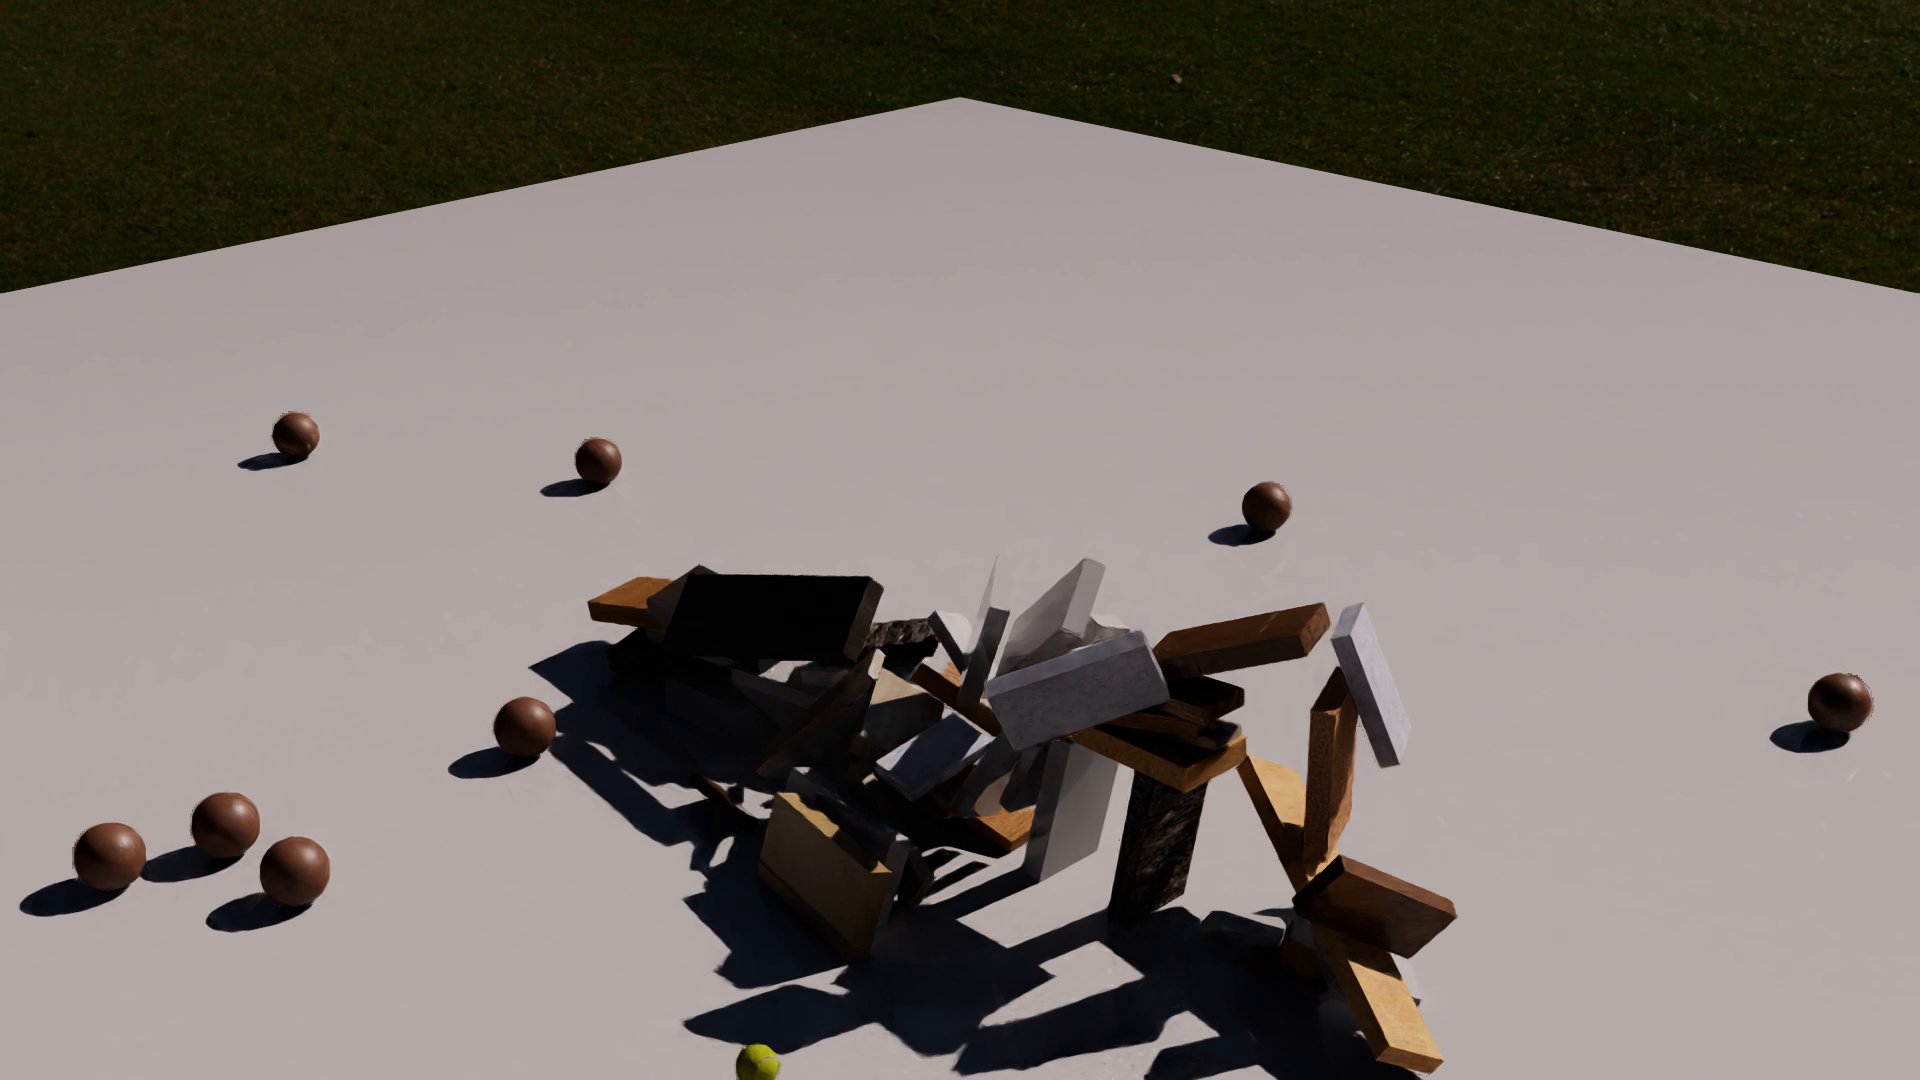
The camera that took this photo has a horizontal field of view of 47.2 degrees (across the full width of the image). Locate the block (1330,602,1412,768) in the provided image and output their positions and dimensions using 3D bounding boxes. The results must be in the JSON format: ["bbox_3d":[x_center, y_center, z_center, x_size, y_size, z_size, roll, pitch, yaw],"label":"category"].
[{"bbox_3d":[0.715,0.252,3.816,0.036,0.256,0.128,-15,18,27],"label":"block"}]

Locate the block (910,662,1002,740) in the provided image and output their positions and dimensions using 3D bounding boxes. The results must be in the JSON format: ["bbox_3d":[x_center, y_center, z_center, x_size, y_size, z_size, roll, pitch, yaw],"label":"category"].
[{"bbox_3d":[0.042,0.359,4.467,0.302,0.043,0.151,31,-7,45],"label":"block"}]

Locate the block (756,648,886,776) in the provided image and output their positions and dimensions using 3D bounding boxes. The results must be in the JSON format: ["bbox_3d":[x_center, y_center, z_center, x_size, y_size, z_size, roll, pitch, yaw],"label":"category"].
[{"bbox_3d":[-0.283,0.350,4.425,0.023,0.389,0.081,38,36,-15],"label":"block"}]

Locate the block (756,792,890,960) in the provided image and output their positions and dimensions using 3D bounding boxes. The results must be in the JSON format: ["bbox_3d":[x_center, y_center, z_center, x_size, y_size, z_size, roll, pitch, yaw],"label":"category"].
[{"bbox_3d":[-0.257,0.617,4.078,0.049,0.172,0.344,5,16,-36],"label":"block"}]

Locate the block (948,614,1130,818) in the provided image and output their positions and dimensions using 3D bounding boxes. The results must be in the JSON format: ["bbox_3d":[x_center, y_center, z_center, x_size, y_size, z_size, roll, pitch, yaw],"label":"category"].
[{"bbox_3d":[0.152,0.338,4.214,0.043,0.461,0.151,40,13,22],"label":"block"}]

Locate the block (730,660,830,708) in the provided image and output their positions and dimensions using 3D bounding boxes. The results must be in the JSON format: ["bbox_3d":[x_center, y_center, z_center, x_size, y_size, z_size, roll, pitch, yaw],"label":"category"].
[{"bbox_3d":[-0.358,0.294,4.708,0.251,0.035,0.123,15,30,38],"label":"block"}]

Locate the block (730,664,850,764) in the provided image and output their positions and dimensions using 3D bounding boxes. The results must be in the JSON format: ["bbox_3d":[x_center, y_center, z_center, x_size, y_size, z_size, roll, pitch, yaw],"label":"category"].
[{"bbox_3d":[-0.333,0.352,4.770,0.162,0.046,0.325,-19,44,-39],"label":"block"}]

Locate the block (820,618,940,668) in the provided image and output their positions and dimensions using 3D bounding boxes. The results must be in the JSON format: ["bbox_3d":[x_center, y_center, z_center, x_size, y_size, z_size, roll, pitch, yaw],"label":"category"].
[{"bbox_3d":[-0.167,0.215,4.641,0.247,0.035,0.123,-6,21,13],"label":"block"}]

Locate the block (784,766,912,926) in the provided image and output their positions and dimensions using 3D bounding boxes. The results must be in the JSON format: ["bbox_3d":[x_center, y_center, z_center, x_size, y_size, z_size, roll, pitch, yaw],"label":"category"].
[{"bbox_3d":[-0.232,0.578,4.171,0.049,0.172,0.344,9,13,-40],"label":"block"}]

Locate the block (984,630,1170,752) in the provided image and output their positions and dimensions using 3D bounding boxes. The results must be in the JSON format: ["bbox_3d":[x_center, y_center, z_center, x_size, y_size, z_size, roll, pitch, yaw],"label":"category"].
[{"bbox_3d":[0.206,0.265,3.856,0.293,0.147,0.042,-19,40,10],"label":"block"}]

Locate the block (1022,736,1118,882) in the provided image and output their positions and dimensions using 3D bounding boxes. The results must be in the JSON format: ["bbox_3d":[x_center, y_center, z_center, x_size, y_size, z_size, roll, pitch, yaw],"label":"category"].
[{"bbox_3d":[0.220,0.482,4.193,0.167,0.335,0.047,-21,44,-41],"label":"block"}]

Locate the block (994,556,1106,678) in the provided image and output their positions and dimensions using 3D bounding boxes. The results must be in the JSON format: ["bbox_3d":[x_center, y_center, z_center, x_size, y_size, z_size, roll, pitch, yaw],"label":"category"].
[{"bbox_3d":[0.164,0.166,4.162,0.042,0.415,0.147,24,66,-9],"label":"block"}]

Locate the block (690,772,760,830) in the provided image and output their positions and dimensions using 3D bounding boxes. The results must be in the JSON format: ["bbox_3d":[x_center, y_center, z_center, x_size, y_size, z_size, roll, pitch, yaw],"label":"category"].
[{"bbox_3d":[-0.476,0.525,4.430,0.081,0.023,0.161,38,-4,-39],"label":"block"}]

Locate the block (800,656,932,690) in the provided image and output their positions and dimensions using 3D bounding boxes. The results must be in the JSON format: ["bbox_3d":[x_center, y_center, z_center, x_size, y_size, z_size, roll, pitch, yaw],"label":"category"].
[{"bbox_3d":[-0.197,0.270,4.625,0.247,0.035,0.123,1,24,23],"label":"block"}]

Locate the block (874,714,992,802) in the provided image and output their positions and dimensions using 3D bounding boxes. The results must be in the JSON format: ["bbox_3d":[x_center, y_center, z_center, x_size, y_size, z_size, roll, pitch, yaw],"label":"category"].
[{"bbox_3d":[-0.050,0.410,4.157,0.206,0.029,0.103,-29,50,-35],"label":"block"}]

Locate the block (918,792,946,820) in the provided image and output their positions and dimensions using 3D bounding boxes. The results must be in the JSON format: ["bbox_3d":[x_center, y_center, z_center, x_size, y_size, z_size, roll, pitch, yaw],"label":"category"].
[{"bbox_3d":[-0.065,0.480,4.492,0.107,0.030,0.213,-16,44,-34],"label":"block"}]

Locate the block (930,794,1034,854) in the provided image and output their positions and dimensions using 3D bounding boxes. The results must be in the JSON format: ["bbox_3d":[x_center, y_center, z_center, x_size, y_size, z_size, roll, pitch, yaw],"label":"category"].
[{"bbox_3d":[0.054,0.535,4.391,0.213,0.030,0.107,32,39,29],"label":"block"}]

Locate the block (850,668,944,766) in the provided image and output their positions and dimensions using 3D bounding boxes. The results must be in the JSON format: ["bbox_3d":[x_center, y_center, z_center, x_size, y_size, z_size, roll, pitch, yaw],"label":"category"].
[{"bbox_3d":[-0.121,0.367,4.318,0.151,0.043,0.301,31,22,-7],"label":"block"}]

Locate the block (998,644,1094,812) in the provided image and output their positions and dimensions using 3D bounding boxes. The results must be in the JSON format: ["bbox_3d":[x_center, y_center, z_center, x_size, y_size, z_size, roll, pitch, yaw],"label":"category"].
[{"bbox_3d":[0.186,0.356,4.171,0.032,0.364,0.112,40,30,31],"label":"block"}]

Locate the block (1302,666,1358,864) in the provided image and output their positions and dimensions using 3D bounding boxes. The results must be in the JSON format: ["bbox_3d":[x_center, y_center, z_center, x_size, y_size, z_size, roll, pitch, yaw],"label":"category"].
[{"bbox_3d":[0.652,0.395,3.861,0.044,0.308,0.154,11,30,22],"label":"block"}]

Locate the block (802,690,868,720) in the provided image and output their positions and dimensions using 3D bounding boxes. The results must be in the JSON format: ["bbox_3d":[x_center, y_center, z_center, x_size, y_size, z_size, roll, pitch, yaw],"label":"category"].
[{"bbox_3d":[-0.230,0.337,4.668,0.210,0.030,0.105,10,28,31],"label":"block"}]

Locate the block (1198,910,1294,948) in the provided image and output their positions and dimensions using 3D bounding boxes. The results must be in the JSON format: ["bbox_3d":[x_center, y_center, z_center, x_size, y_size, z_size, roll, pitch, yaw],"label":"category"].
[{"bbox_3d":[0.521,0.711,4.019,0.157,0.022,0.078,2,18,28],"label":"block"}]

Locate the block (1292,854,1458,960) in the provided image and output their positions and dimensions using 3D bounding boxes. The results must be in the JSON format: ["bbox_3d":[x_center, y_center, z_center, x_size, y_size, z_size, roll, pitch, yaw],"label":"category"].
[{"bbox_3d":[0.709,0.628,3.754,0.256,0.128,0.036,24,34,-25],"label":"block"}]

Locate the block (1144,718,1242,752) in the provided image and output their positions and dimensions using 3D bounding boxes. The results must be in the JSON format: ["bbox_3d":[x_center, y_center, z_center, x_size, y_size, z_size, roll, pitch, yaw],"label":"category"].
[{"bbox_3d":[0.414,0.336,3.923,0.157,0.022,0.078,11,24,39],"label":"block"}]

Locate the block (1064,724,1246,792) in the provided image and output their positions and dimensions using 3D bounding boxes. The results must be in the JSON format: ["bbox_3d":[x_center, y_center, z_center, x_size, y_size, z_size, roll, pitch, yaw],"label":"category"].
[{"bbox_3d":[0.337,0.352,4.005,0.167,0.047,0.335,-21,30,-40],"label":"block"}]

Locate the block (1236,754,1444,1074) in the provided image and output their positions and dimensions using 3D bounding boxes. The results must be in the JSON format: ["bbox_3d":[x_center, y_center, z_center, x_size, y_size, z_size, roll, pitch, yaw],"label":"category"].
[{"bbox_3d":[0.657,0.641,3.862,0.128,0.036,0.686,21,30,-31],"label":"block"}]

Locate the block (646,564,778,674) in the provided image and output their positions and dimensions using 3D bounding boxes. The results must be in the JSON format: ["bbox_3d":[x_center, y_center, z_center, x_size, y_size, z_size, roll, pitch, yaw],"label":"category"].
[{"bbox_3d":[-0.507,0.170,4.815,0.335,0.047,0.167,24,42,31],"label":"block"}]

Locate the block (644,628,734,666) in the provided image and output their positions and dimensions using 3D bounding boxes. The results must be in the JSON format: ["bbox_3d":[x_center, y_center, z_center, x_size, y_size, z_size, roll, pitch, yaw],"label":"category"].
[{"bbox_3d":[-0.554,0.204,4.953,0.167,0.047,0.335,-22,21,-33],"label":"block"}]

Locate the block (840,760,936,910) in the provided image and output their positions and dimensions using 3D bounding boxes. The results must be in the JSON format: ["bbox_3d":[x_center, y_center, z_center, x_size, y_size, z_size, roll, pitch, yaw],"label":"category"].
[{"bbox_3d":[-0.141,0.555,4.152,0.029,0.103,0.274,-16,60,-33],"label":"block"}]

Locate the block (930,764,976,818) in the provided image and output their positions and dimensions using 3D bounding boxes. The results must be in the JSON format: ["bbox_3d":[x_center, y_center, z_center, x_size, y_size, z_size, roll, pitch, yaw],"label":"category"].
[{"bbox_3d":[-0.026,0.461,4.410,0.107,0.030,0.213,-11,44,-28],"label":"block"}]

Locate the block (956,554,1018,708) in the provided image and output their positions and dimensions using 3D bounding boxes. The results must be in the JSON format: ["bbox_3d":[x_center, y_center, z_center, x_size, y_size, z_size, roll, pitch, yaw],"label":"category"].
[{"bbox_3d":[0.053,0.181,4.320,0.042,0.293,0.147,14,44,-4],"label":"block"}]

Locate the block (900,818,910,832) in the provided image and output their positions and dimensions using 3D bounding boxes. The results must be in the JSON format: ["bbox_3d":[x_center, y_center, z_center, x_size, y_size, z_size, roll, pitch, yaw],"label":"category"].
[{"bbox_3d":[-0.151,0.564,4.413,0.054,0.015,0.107,-15,27,-32],"label":"block"}]

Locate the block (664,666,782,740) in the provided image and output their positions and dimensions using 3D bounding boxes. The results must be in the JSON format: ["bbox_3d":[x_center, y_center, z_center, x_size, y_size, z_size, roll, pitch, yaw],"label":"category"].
[{"bbox_3d":[-0.490,0.344,4.892,0.325,0.046,0.162,20,30,39],"label":"block"}]

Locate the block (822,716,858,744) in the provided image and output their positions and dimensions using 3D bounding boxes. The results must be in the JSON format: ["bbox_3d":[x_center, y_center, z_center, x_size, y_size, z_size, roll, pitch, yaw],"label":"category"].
[{"bbox_3d":[-0.193,0.403,4.667,0.210,0.030,0.105,29,37,23],"label":"block"}]

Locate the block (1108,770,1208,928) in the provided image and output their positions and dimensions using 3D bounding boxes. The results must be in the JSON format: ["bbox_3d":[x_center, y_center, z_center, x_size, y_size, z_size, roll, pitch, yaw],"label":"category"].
[{"bbox_3d":[0.369,0.540,4.054,0.167,0.335,0.047,-21,41,-41],"label":"block"}]

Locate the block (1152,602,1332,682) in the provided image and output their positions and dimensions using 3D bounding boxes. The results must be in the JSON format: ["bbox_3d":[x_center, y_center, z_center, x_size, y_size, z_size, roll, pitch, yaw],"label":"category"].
[{"bbox_3d":[0.489,0.185,3.910,0.308,0.044,0.154,-13,13,30],"label":"block"}]

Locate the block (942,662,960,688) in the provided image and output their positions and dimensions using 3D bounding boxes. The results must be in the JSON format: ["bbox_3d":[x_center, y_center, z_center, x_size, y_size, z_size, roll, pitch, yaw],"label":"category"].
[{"bbox_3d":[-0.008,0.326,4.963,0.081,0.023,0.161,6,24,14],"label":"block"}]

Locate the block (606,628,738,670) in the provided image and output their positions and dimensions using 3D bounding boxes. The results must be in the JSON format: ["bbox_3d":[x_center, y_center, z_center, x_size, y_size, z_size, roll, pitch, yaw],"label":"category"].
[{"bbox_3d":[-0.625,0.243,5.036,0.325,0.046,0.162,-3,17,22],"label":"block"}]

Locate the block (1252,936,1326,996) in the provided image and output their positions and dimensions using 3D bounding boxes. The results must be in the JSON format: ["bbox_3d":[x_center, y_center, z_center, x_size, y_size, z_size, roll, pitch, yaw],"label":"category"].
[{"bbox_3d":[0.608,0.759,3.944,0.078,0.022,0.157,-20,30,-39],"label":"block"}]

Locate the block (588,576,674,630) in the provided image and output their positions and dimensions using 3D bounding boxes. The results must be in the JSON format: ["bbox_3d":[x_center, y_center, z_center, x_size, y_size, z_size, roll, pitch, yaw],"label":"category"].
[{"bbox_3d":[-0.677,0.147,5.041,0.335,0.047,0.167,5,23,40],"label":"block"}]

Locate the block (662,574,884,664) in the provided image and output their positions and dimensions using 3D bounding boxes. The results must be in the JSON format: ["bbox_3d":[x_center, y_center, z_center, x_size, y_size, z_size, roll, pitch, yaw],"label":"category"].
[{"bbox_3d":[-0.397,0.160,4.583,0.528,0.049,0.172,0,61,40],"label":"block"}]

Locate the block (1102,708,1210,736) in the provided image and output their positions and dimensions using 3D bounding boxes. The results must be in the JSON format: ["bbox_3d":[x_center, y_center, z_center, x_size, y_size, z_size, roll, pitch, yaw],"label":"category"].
[{"bbox_3d":[0.340,0.302,3.949,0.225,0.032,0.113,6,21,25],"label":"block"}]

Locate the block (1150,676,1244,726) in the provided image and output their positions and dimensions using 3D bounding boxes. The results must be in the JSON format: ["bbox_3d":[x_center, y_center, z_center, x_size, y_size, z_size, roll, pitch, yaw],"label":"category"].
[{"bbox_3d":[0.386,0.270,3.937,0.113,0.032,0.225,-20,25,-39],"label":"block"}]

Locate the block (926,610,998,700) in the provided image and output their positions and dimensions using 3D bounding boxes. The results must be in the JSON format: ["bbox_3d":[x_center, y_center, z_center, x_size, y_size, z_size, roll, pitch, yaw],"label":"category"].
[{"bbox_3d":[0.020,0.237,4.518,0.103,0.029,0.206,10,41,-55],"label":"block"}]

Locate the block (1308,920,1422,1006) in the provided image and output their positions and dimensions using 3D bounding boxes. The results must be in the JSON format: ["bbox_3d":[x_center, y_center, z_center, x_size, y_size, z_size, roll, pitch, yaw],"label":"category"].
[{"bbox_3d":[0.712,0.707,3.959,0.154,0.044,0.386,16,24,-9],"label":"block"}]
